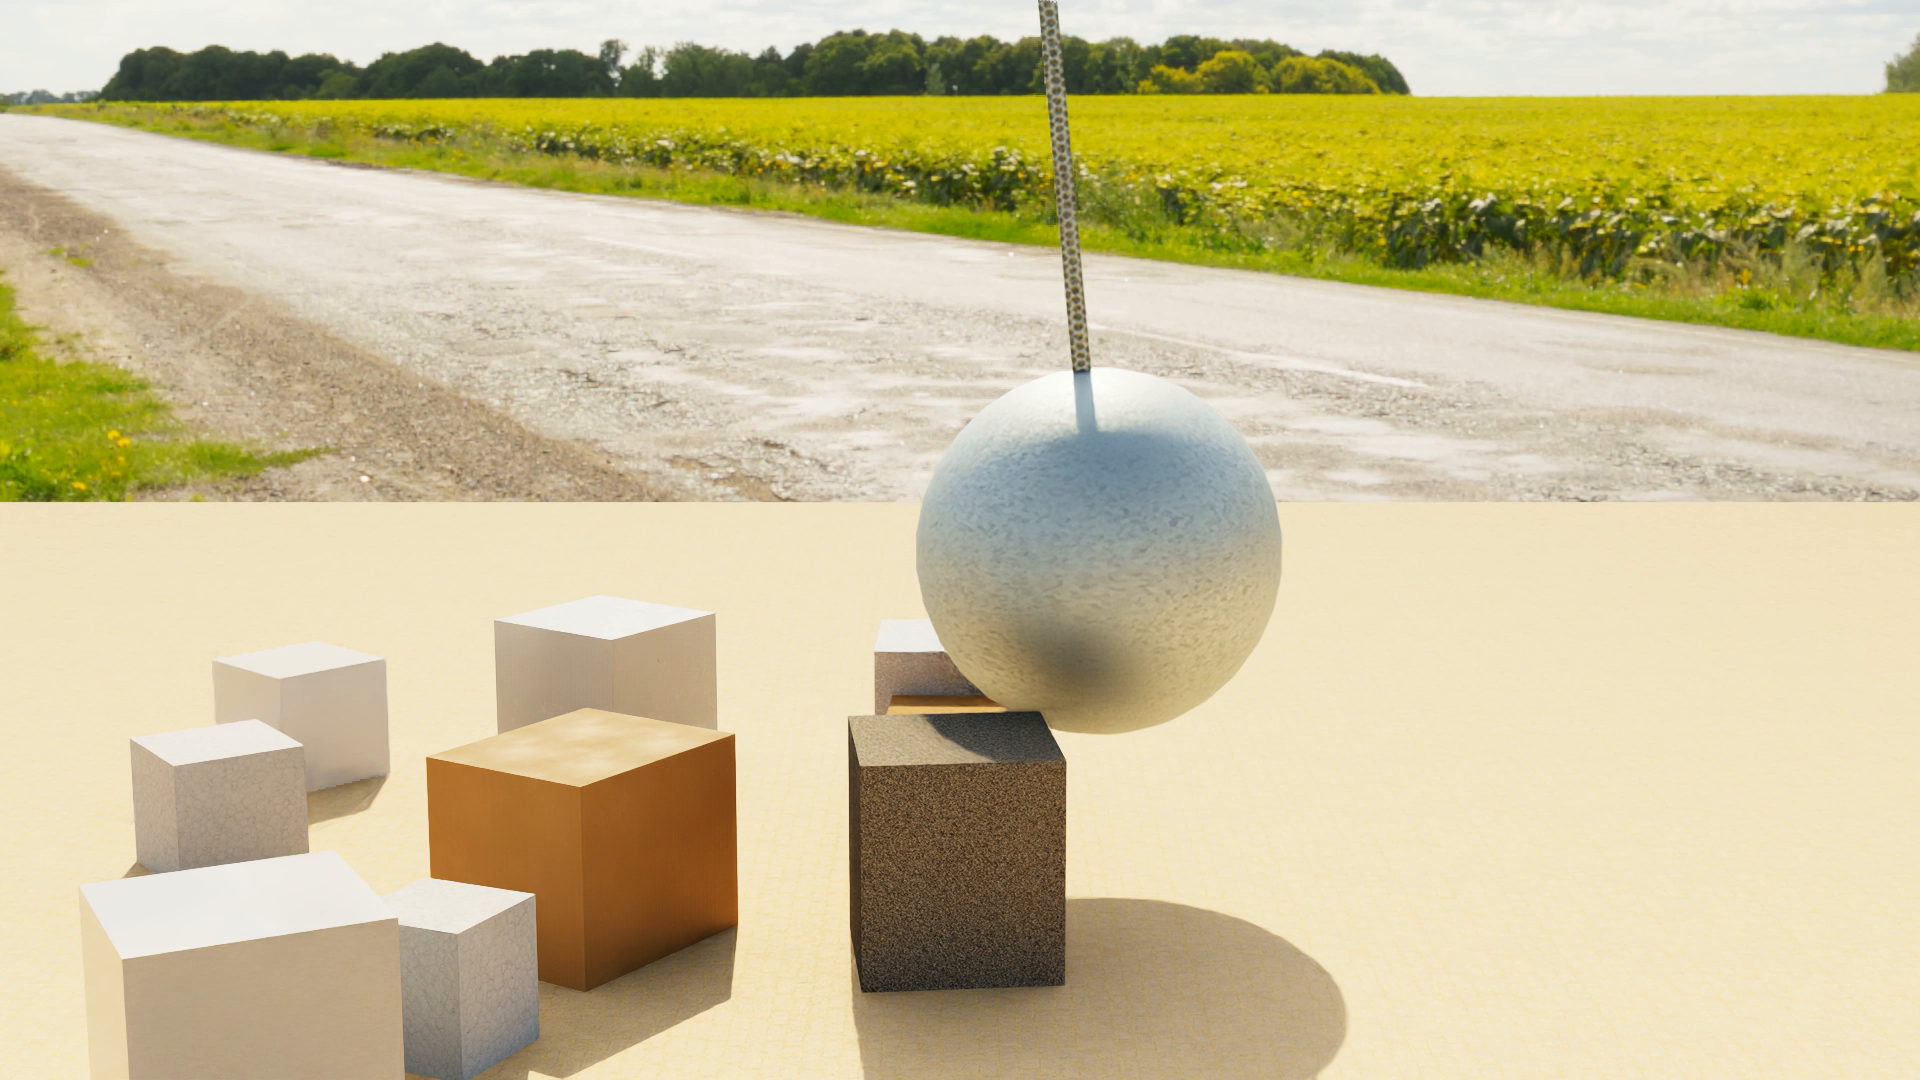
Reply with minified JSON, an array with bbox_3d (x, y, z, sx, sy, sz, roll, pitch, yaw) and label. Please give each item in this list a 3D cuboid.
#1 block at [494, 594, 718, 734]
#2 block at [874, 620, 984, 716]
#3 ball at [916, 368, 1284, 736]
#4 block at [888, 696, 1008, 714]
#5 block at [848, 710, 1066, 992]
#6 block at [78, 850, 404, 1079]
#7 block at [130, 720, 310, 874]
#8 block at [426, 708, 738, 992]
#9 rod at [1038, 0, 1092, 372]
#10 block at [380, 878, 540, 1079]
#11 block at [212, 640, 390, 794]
[{"bbox_3d":[-1.826,0.762,13.284,0.812,0.748,0.790,7,13,35],"label":"block"},{"bbox_3d":[-0.042,0.866,12.514,0.712,0.819,0.715,0,10,1],"label":"block"},{"bbox_3d":[0.604,0.049,11.189,1.600,1.600,1.600,0,10,0],"label":"ball"},{"bbox_3d":[-0.035,1.090,11.872,0.597,0.608,0.611,0,10,2],"label":"block"},{"bbox_3d":[-0.025,1.230,10.271,0.794,0.906,0.785,-1,10,-6],"label":"block"},{"bbox_3d":[-2.357,1.593,8.418,0.851,0.854,0.817,-5,12,-27],"label":"block"},{"bbox_3d":[-3.311,1.180,11.475,0.587,0.573,0.583,-7,13,-35],"label":"block"},{"bbox_3d":[-1.527,1.235,10.474,0.810,0.822,0.960,7,12,32],"label":"block"},{"bbox_3d":[0.262,-3.279,10.584,0.080,5.200,0.080,-6,10,1],"label":"rod"},{"bbox_3d":[-1.873,1.586,9.300,0.489,0.552,0.483,5,11,24],"label":"block"},{"bbox_3d":[-3.324,0.895,12.949,0.612,0.603,0.612,9,14,42],"label":"block"}]
